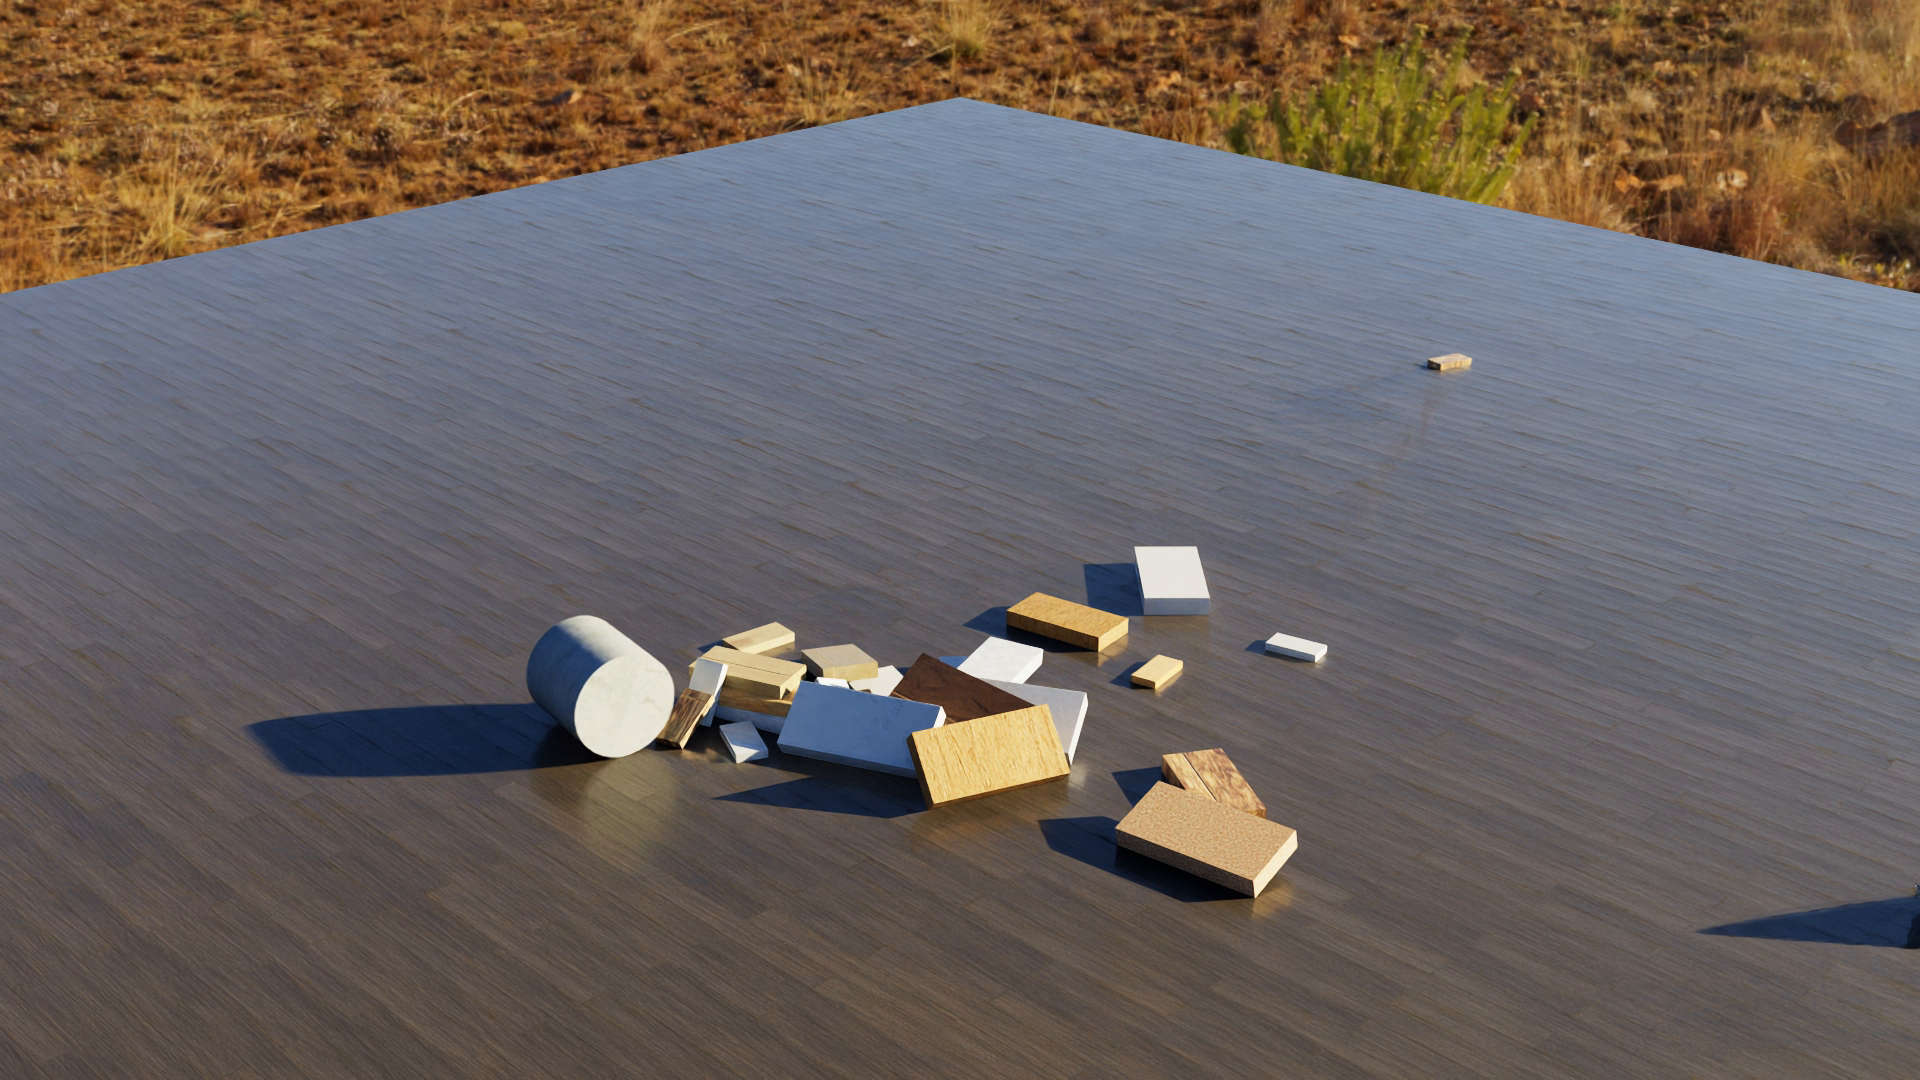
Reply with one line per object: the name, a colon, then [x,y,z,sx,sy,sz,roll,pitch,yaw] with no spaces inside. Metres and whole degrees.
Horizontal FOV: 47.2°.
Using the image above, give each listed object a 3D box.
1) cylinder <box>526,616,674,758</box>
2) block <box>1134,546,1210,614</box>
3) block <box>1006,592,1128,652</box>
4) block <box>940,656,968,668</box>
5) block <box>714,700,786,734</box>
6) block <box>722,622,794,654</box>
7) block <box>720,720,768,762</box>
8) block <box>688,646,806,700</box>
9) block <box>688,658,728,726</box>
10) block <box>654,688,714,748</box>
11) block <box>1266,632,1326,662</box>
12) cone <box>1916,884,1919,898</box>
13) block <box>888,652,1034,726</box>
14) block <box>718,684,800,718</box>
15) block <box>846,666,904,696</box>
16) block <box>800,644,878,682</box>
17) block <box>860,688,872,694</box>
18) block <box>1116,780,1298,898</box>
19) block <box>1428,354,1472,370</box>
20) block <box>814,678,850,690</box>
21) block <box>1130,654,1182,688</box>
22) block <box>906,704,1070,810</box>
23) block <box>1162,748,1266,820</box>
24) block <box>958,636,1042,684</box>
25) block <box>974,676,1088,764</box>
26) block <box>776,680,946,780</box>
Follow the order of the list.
cylinder: [-0.774,0.313,4.725,0.234,0.234,0.234,-15,27,-32]
block: [0.524,0.099,5.469,0.158,0.045,0.315,0,23,0]
block: [0.256,0.194,5.256,0.261,0.037,0.130,16,28,32]
block: [0.017,0.331,4.936,0.123,0.035,0.247,0,23,-1]
block: [-0.435,0.371,4.844,0.231,0.033,0.116,12,26,27]
block: [-0.475,0.235,5.178,0.152,0.022,0.076,-17,29,-35]
block: [-0.464,0.432,4.717,0.070,0.020,0.139,-8,24,-19]
block: [-0.470,0.292,4.862,0.231,0.033,0.116,10,25,23]
block: [-0.561,0.333,4.812,0.070,0.140,0.020,13,-7,27]
block: [-0.596,0.385,4.754,0.070,0.020,0.140,12,51,26]
block: [0.786,0.251,5.146,0.127,0.018,0.063,14,27,30]
cone: [1.903,0.684,4.037,0.197,0.197,0.197,-9,51,-20]
block: [0.005,0.366,4.687,0.309,0.044,0.154,23,59,27]
block: [-0.399,0.343,4.827,0.231,0.033,0.116,8,24,19]
block: [-0.157,0.355,4.879,0.123,0.035,0.247,-11,25,-23]
block: [-0.274,0.280,4.976,0.123,0.035,0.247,-6,9,-15]
block: [-0.202,0.387,4.730,0.076,0.022,0.152,-5,47,-30]
block: [0.479,0.580,4.288,0.315,0.045,0.157,17,43,35]
block: [1.580,-0.576,7.096,0.127,0.018,0.063,-12,26,-27]
block: [-0.258,0.364,4.767,0.076,0.022,0.152,8,40,-38]
block: [0.450,0.301,5.029,0.063,0.018,0.127,15,27,31]
block: [0.059,0.446,4.532,0.309,0.044,0.154,-10,70,-22]
block: [0.518,0.511,4.509,0.130,0.037,0.261,-6,24,-13]
block: [0.076,0.296,4.926,0.131,0.037,0.261,13,25,21]
block: [0.093,0.381,4.716,0.331,0.045,0.158,7,52,16]
block: [-0.209,0.401,4.655,0.326,0.044,0.154,9,60,20]
